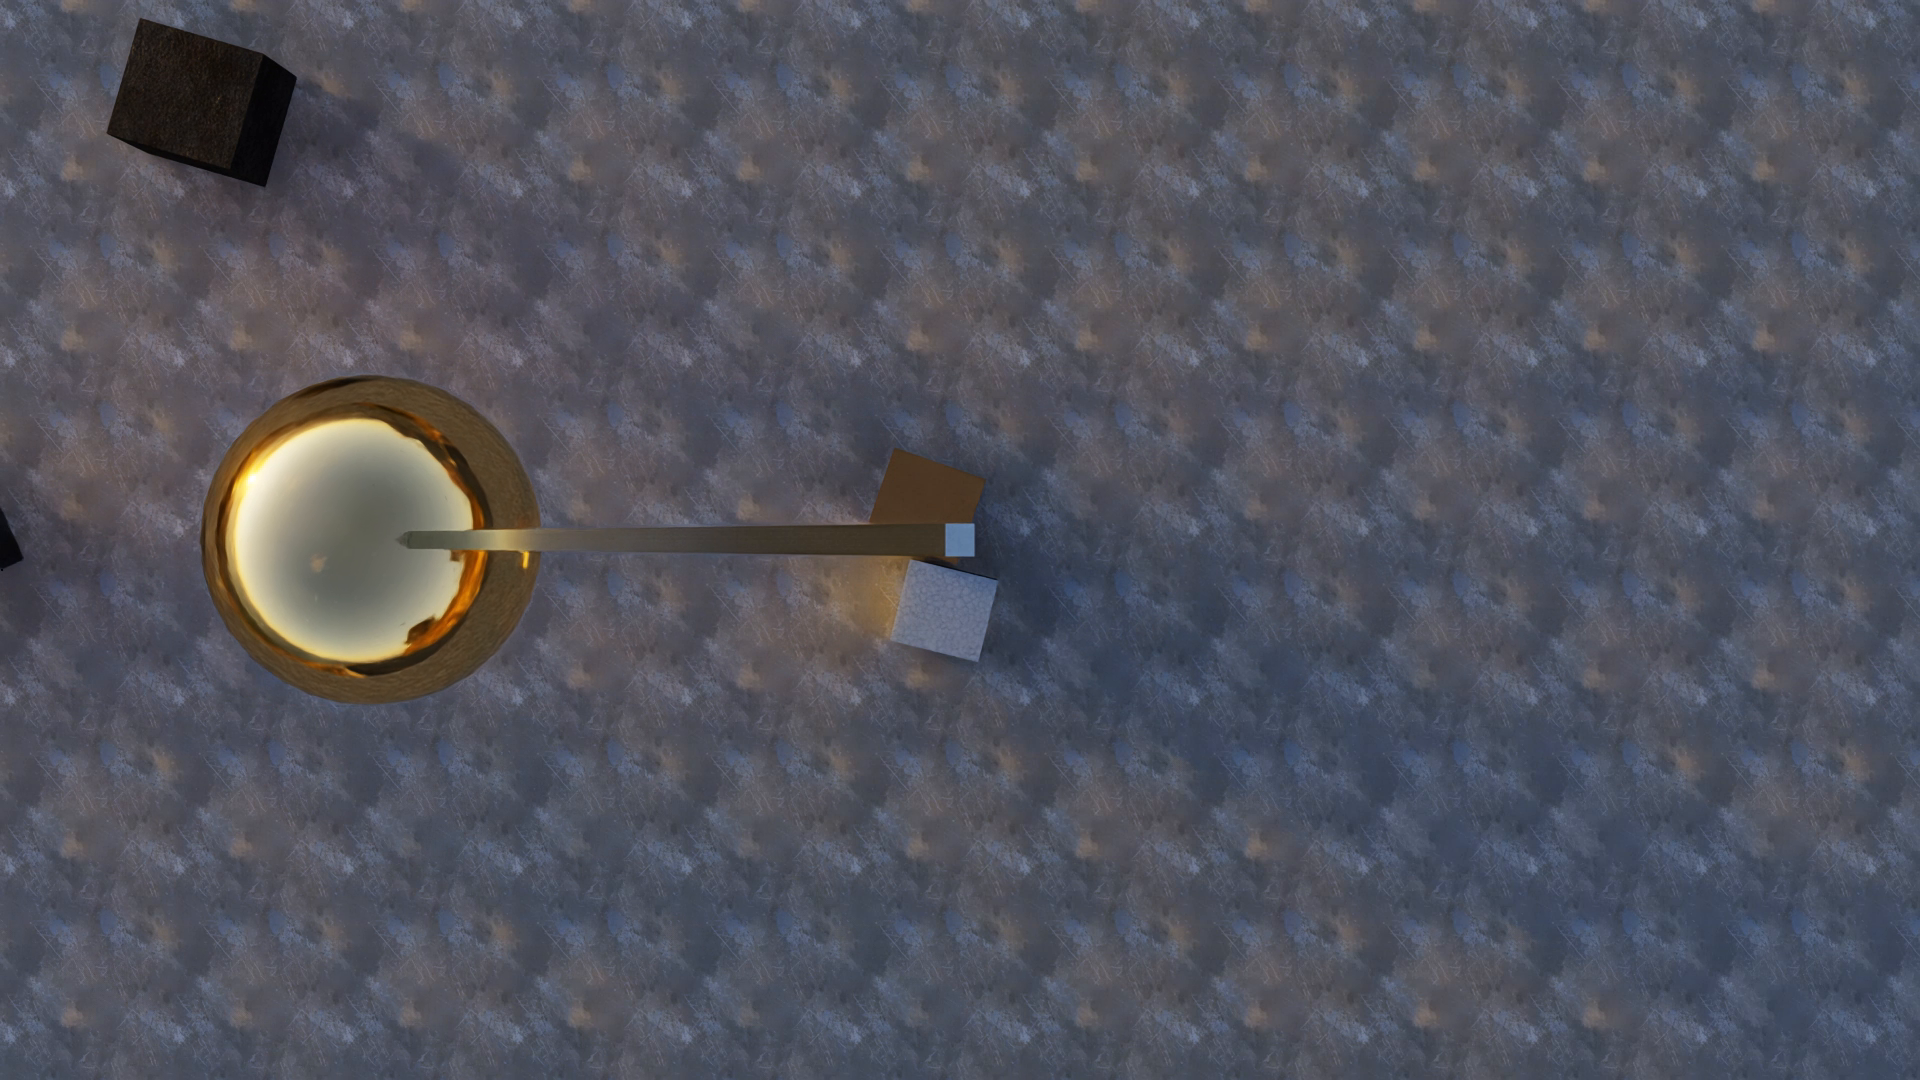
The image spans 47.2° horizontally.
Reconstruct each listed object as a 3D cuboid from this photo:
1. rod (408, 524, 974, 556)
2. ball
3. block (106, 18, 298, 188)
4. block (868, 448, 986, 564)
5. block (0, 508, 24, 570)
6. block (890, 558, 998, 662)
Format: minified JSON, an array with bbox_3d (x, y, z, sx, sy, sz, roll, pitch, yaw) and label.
[{"bbox_3d":[-1.227,0.000,7.639,0.080,5.200,0.080,0,90,-28],"label":"rod"},{"bbox_3d":[-2.831,0.000,10.637,1.600,1.600,1.600,0,90,0],"label":"ball"},{"bbox_3d":[-4.360,-2.511,12.685,0.724,0.631,0.678,16,90,0],"label":"block"},{"bbox_3d":[-0.194,-0.192,12.711,0.549,0.578,0.510,19,90,0],"label":"block"},{"bbox_3d":[-5.780,-0.017,12.747,0.403,0.458,0.447,-25,90,-7],"label":"block"},{"bbox_3d":[-0.089,0.399,12.724,0.515,0.552,0.476,14,90,0],"label":"block"}]
